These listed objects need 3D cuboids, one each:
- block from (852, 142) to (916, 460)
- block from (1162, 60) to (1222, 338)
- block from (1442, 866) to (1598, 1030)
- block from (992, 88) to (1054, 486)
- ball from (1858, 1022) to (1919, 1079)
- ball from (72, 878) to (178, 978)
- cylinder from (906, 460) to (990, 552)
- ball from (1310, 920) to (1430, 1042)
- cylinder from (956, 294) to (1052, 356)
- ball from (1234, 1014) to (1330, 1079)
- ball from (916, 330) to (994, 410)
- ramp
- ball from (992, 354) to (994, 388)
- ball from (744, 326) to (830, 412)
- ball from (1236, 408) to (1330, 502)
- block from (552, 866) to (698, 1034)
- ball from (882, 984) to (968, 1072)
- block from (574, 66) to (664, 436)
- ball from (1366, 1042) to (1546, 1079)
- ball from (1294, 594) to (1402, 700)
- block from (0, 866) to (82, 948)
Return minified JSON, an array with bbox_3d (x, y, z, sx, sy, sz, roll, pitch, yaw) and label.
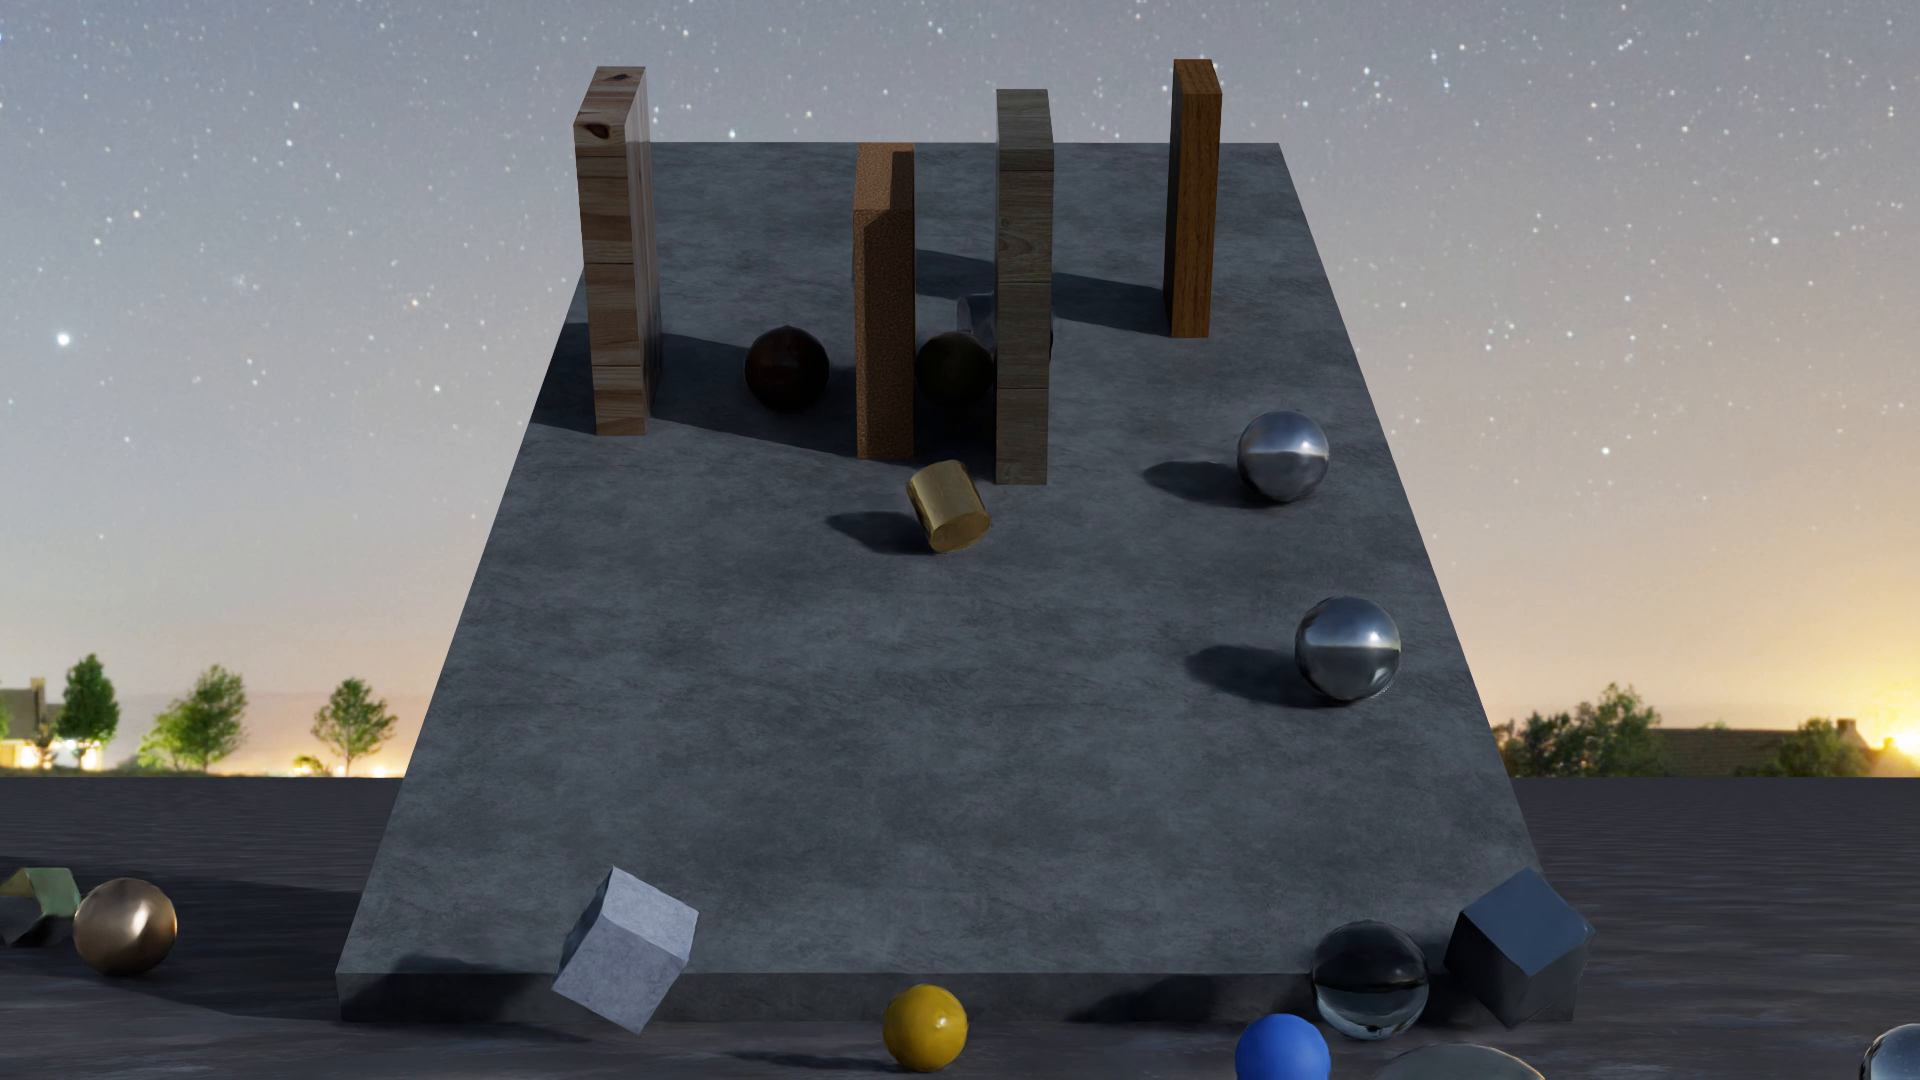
[{"bbox_3d":[-0.169,-0.553,5.505,0.128,0.603,0.433,0,29,0],"label":"block"},{"bbox_3d":[0.582,-0.858,6.032,0.094,0.638,0.277,0,29,0],"label":"block"},{"bbox_3d":[0.873,0.637,3.743,0.148,0.148,0.148,-27,-36,-26],"label":"block"},{"bbox_3d":[0.137,-0.562,5.335,0.114,0.784,0.399,0,29,0],"label":"block"},{"bbox_3d":[1.041,0.590,2.586,0.134,0.134,0.134,0,-6,0],"label":"ball"},{"bbox_3d":[-1.651,0.766,4.737,0.195,0.195,0.195,0,-6,0],"label":"ball"},{"bbox_3d":[-0.025,-0.072,5.056,0.138,0.138,0.138,-19,-28,-10],"label":"cylinder"},{"bbox_3d":[0.619,0.666,3.622,0.181,0.181,0.181,0,-6,0],"label":"ball"},{"bbox_3d":[0.107,-0.508,5.850,0.194,0.194,0.194,-6,-4,-12],"label":"cylinder"},{"bbox_3d":[0.388,0.628,2.883,0.115,0.115,0.115,0,-6,0],"label":"ball"},{"bbox_3d":[-0.014,-0.401,5.659,0.185,0.185,0.185,0,-6,0],"label":"ball"},{"bbox_3d":[-0.012,-0.219,5.628,2.000,0.100,4.000,0,29,0],"label":"ramp"},{"bbox_3d":[0.132,-0.405,5.724,0.135,0.135,0.135,0,-6,0],"label":"ball"},{"bbox_3d":[-0.408,-0.404,5.650,0.200,0.200,0.200,0,-6,0],"label":"ball"},{"bbox_3d":[0.709,-0.186,5.254,0.204,0.204,0.204,0,-6,0],"label":"ball"},{"bbox_3d":[-0.498,0.611,3.573,0.147,0.147,0.147,30,18,-11],"label":"block"},{"bbox_3d":[-0.048,0.662,3.250,0.117,0.117,0.117,0,-6,0],"label":"ball"},{"bbox_3d":[-0.786,-0.671,5.563,0.112,0.751,0.415,0,29,0],"label":"block"},{"bbox_3d":[0.388,0.489,1.859,0.195,0.195,0.195,0,-6,0],"label":"ball"},{"bbox_3d":[0.736,0.204,4.543,0.202,0.202,0.202,0,-6,0],"label":"ball"},{"bbox_3d":[-2.099,0.835,5.456,0.130,0.130,0.130,-40,-23,18],"label":"block"}]
